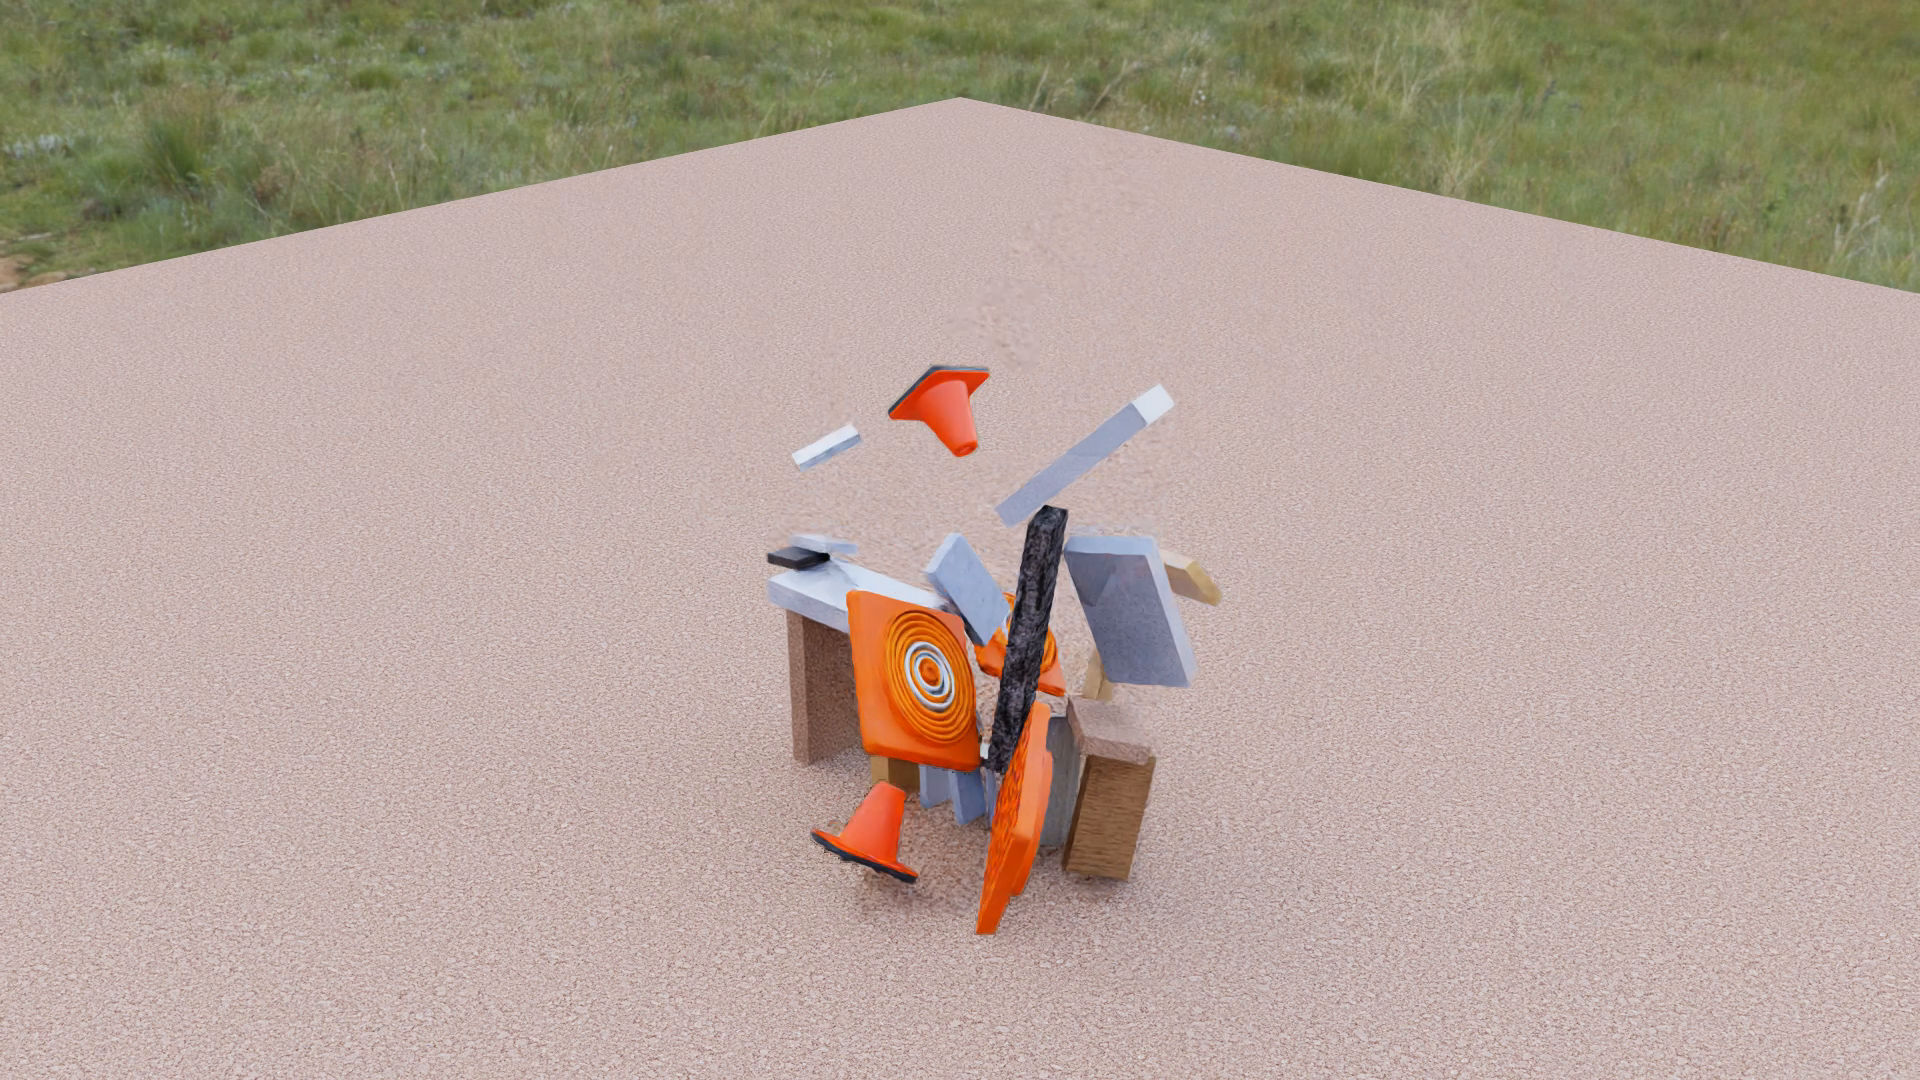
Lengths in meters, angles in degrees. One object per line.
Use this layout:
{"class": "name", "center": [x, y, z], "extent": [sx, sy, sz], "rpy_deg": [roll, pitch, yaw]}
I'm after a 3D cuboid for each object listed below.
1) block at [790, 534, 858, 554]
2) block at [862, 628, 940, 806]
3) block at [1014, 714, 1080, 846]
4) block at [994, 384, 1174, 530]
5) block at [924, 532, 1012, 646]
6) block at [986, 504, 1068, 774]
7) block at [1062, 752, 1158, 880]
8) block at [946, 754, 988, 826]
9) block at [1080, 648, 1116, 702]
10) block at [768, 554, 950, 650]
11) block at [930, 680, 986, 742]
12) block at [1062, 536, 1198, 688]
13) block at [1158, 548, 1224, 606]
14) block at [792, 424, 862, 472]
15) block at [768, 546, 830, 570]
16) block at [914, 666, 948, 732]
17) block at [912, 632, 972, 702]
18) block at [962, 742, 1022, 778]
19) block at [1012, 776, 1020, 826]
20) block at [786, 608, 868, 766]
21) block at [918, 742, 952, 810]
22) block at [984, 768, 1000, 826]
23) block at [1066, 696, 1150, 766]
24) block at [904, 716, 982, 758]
{"class": "block", "center": [-0.287, 0.009, 4.612], "extent": [0.076, 0.022, 0.152], "rpy_deg": [1, 6, -34]}
{"class": "block", "center": [-0.111, 0.346, 4.492], "extent": [0.050, 0.352, 0.176], "rpy_deg": [15, 27, 39]}
{"class": "block", "center": [0.175, 0.469, 4.303], "extent": [0.125, 0.249, 0.035], "rpy_deg": [4, 1, -40]}
{"class": "block", "center": [0.241, -0.161, 4.247], "extent": [0.359, 0.051, 0.180], "rpy_deg": [-38, -1, 27]}
{"class": "block", "center": [0.016, 0.102, 4.518], "extent": [0.031, 0.220, 0.110], "rpy_deg": [2, 47, 44]}
{"class": "block", "center": [0.132, 0.193, 4.297], "extent": [0.051, 0.497, 0.180], "rpy_deg": [12, 15, 9]}
{"class": "block", "center": [0.284, 0.517, 4.190], "extent": [0.125, 0.249, 0.035], "rpy_deg": [9, 12, -14]}
{"class": "block", "center": [0.013, 0.491, 4.415], "extent": [0.021, 0.146, 0.073], "rpy_deg": [5, 21, 40]}
{"class": "block", "center": [0.284, 0.336, 4.624], "extent": [0.031, 0.220, 0.110], "rpy_deg": [16, -8, -13]}
{"class": "block", "center": [-0.208, 0.125, 4.497], "extent": [0.352, 0.050, 0.176], "rpy_deg": [20, 30, 39]}
{"class": "block", "center": [-0.005, 0.332, 4.407], "extent": [0.065, 0.131, 0.018], "rpy_deg": [-14, -16, -32]}
{"class": "block", "center": [0.343, 0.144, 4.398], "extent": [0.180, 0.359, 0.051], "rpy_deg": [2, 42, 29]}
{"class": "block", "center": [0.461, 0.073, 4.644], "extent": [0.031, 0.110, 0.220], "rpy_deg": [-46, 23, -11]}
{"class": "block", "center": [-0.298, -0.205, 4.909], "extent": [0.152, 0.022, 0.076], "rpy_deg": [-28, 25, -6]}
{"class": "block", "center": [-0.342, 0.036, 4.645], "extent": [0.076, 0.022, 0.152], "rpy_deg": [-17, 13, -25]}
{"class": "block", "center": [-0.045, 0.314, 4.430], "extent": [0.065, 0.131, 0.018], "rpy_deg": [-16, 3, -32]}
{"class": "block", "center": [-0.034, 0.254, 4.398], "extent": [0.065, 0.131, 0.018], "rpy_deg": [-28, -4, -38]}
{"class": "block", "center": [0.073, 0.437, 4.357], "extent": [0.129, 0.018, 0.064], "rpy_deg": [20, 18, 36]}
{"class": "block", "center": [0.138, 0.524, 4.357], "extent": [0.064, 0.129, 0.018], "rpy_deg": [-5, 1, -26]}
{"class": "block", "center": [-0.276, 0.282, 4.645], "extent": [0.050, 0.352, 0.176], "rpy_deg": [20, 30, 41]}
{"class": "block", "center": [-0.049, 0.467, 4.472], "extent": [0.073, 0.146, 0.021], "rpy_deg": [-21, 29, -41]}
{"class": "block", "center": [0.065, 0.500, 4.405], "extent": [0.018, 0.129, 0.064], "rpy_deg": [-5, 14, 3]}
{"class": "block", "center": [0.281, 0.363, 4.211], "extent": [0.125, 0.035, 0.249], "rpy_deg": [11, 12, -7]}
{"class": "block", "center": [-0.034, 0.393, 4.432], "extent": [0.146, 0.021, 0.073], "rpy_deg": [18, 29, 37]}
